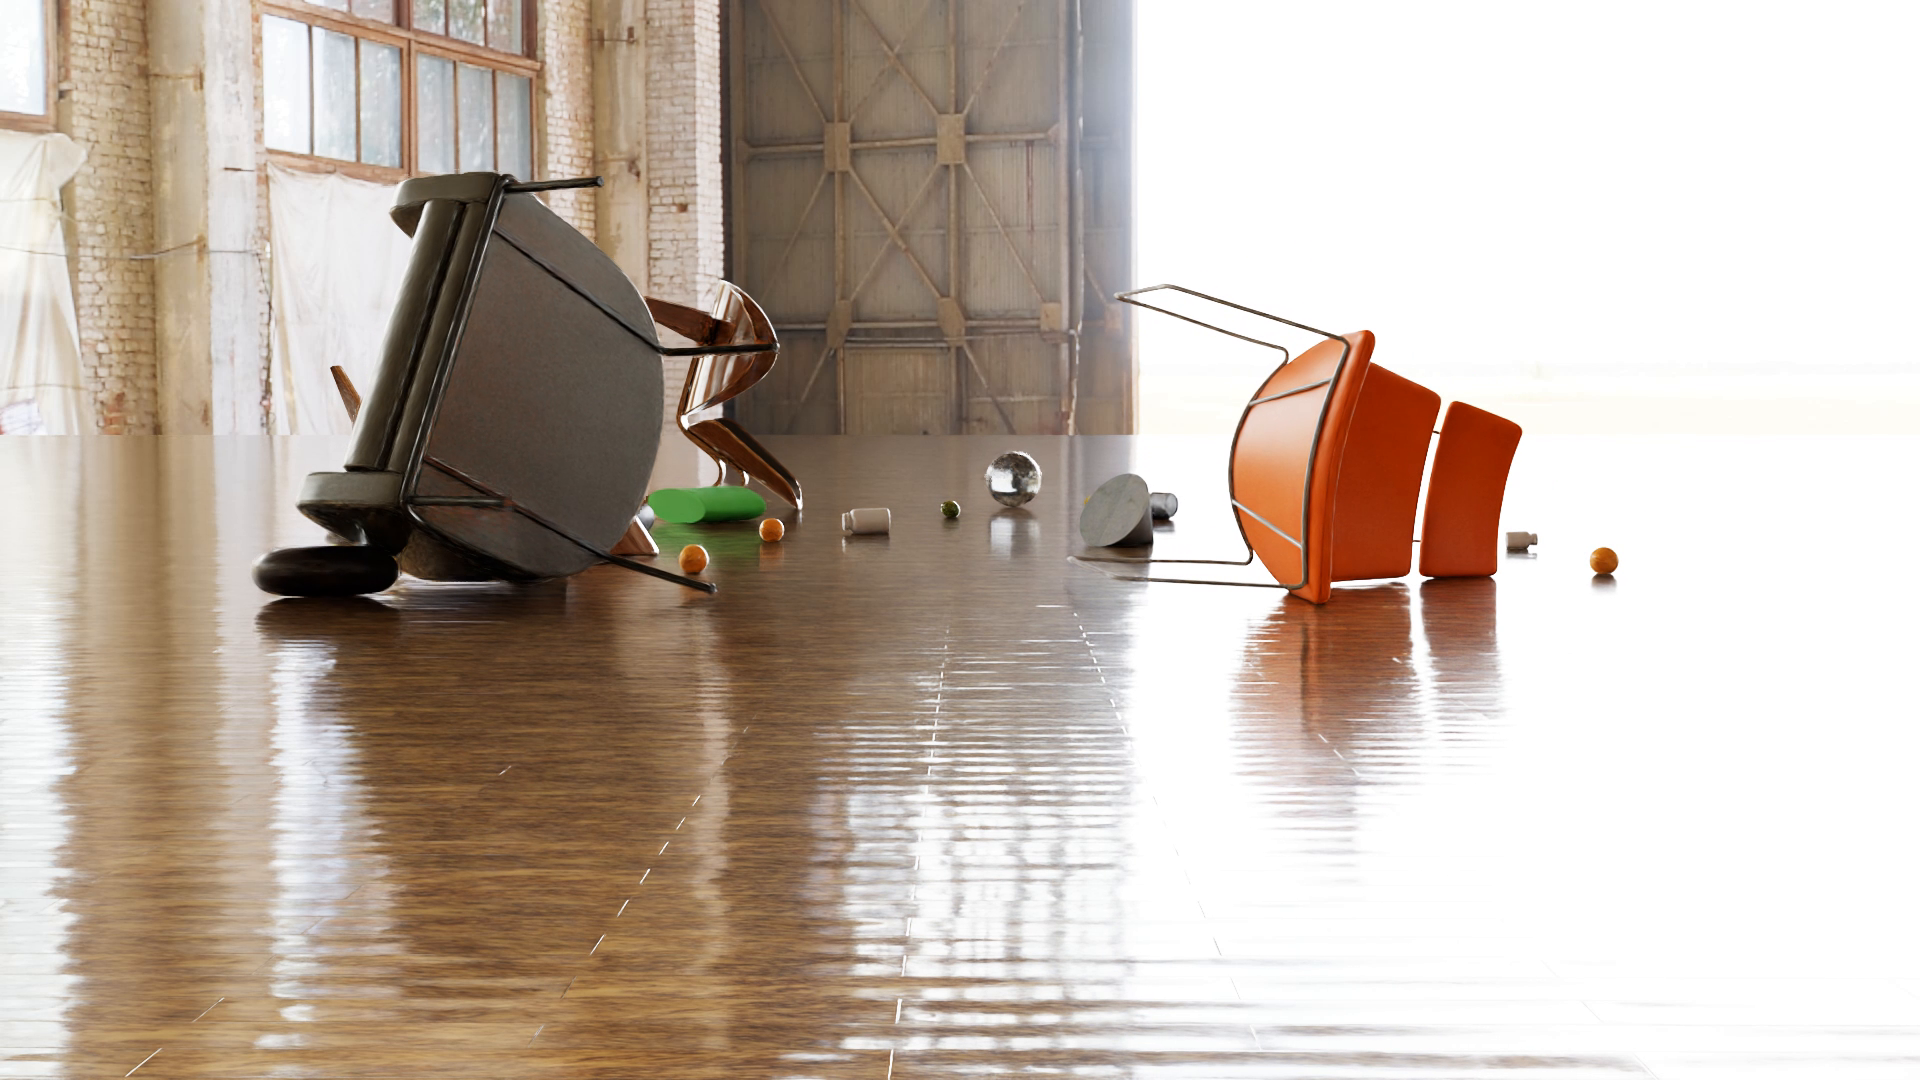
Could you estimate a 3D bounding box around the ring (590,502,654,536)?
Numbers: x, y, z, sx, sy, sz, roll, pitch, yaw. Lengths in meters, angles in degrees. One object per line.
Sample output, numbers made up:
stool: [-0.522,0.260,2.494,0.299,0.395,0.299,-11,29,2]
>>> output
ring: [-1.054,-0.065,6.873,0.171,0.087,0.374,2,5,9]

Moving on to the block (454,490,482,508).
block: [-1.863,-0.153,8.333,0.087,0.061,0.094,-2,4,-21]

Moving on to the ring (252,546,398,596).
ring: [-1.360,0.068,4.718,0.306,0.091,0.268,-2,-6,-3]

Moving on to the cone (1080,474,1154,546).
cone: [0.505,-0.039,6.361,0.188,0.246,0.266,38,-11,-33]

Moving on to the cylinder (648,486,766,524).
cylinder: [-0.857,-0.120,7.450,0.285,0.115,0.281,9,9,40]

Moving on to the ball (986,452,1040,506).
ball: [0.204,-0.232,8.389,0.209,0.209,0.209,0,4,0]
